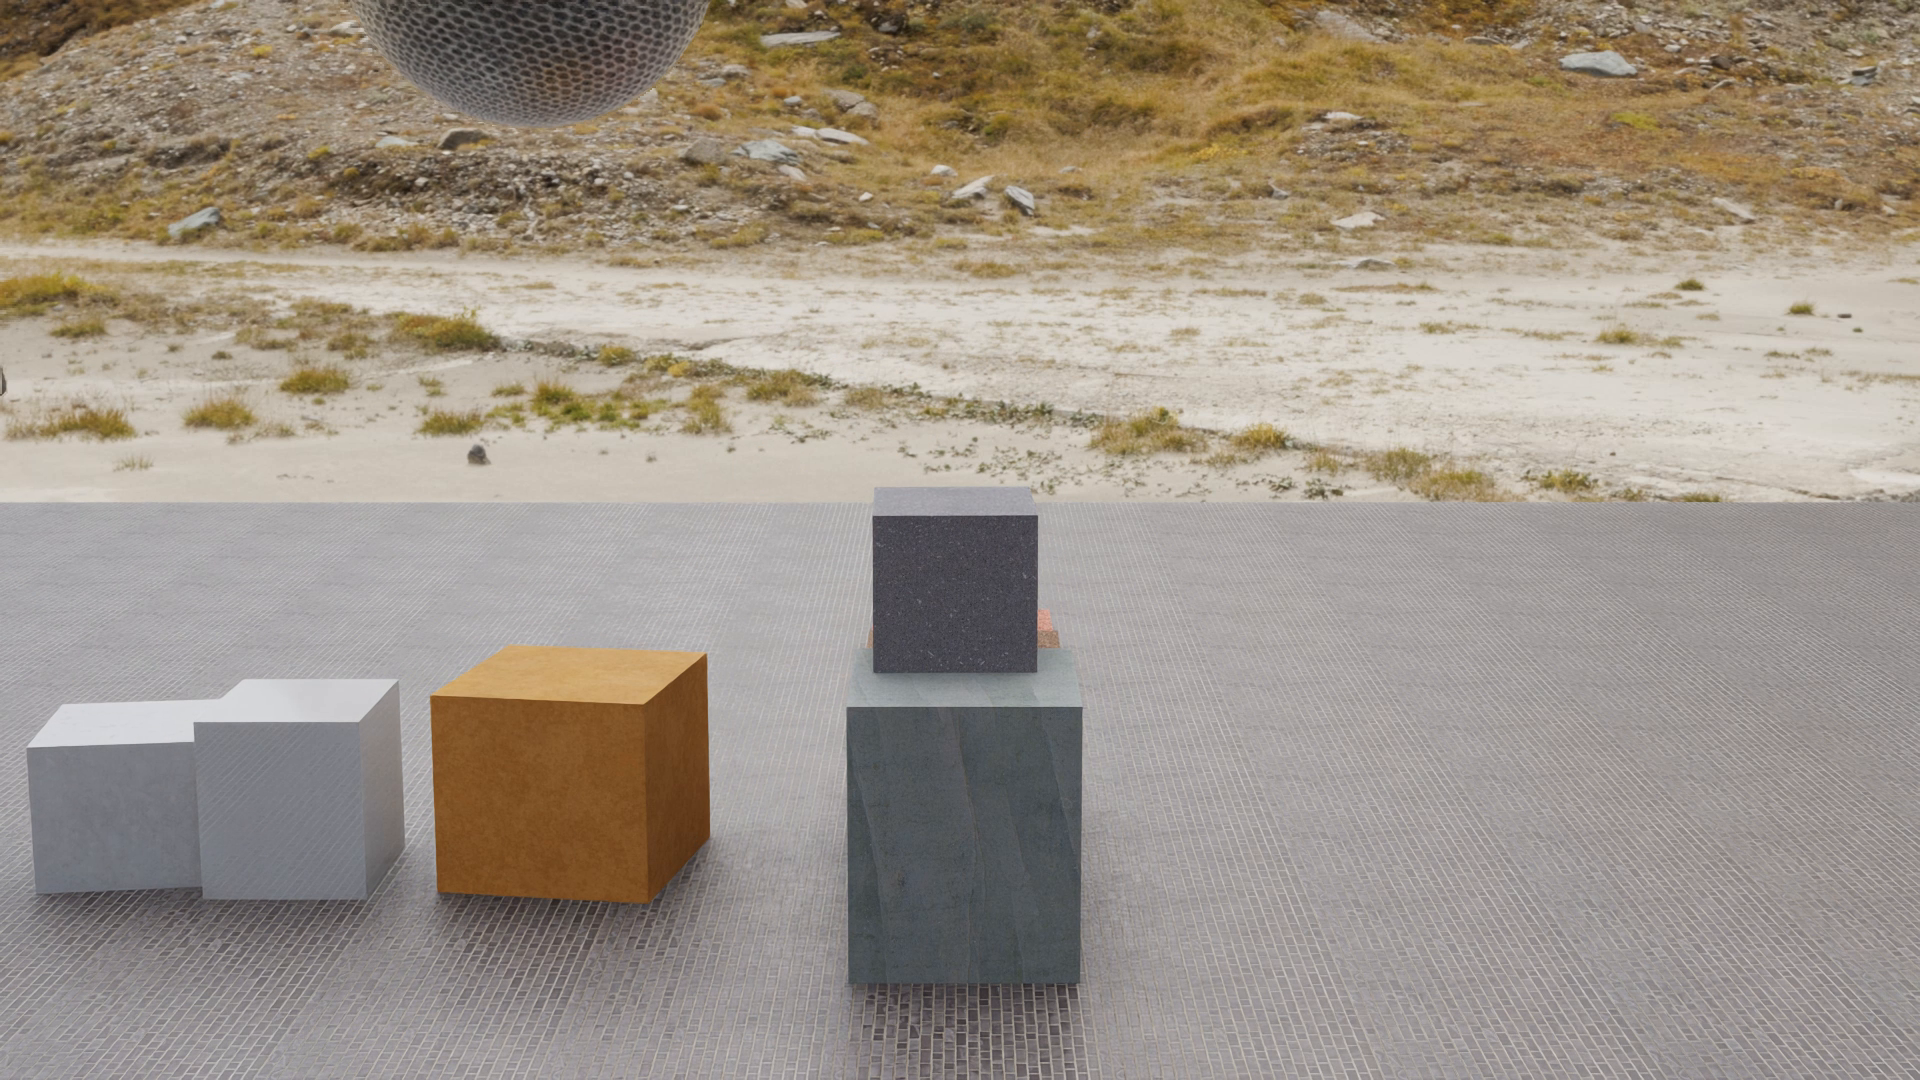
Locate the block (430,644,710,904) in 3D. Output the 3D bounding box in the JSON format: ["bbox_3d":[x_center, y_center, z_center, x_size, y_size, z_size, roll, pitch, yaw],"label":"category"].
[{"bbox_3d":[-1.717,1.024,11.477,0.950,0.879,1.003,2,10,10],"label":"block"}]

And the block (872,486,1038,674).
[{"bbox_3d":[-0.026,0.155,10.690,0.664,0.646,0.731,0,10,-1],"label":"block"}]

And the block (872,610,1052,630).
[{"bbox_3d":[0.011,0.869,12.305,0.863,0.888,0.979,0,10,0],"label":"block"}]

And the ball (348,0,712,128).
[{"bbox_3d":[-1.797,-2.532,10.720,1.600,1.600,1.600,0,10,0],"label":"ball"}]

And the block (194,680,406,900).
[{"bbox_3d":[-2.907,1.091,11.364,0.706,0.788,0.784,0,10,0],"label":"block"}]

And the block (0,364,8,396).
[{"bbox_3d":[-4.551,-0.786,10.920,0.650,0.632,0.684,-9,22,-2],"label":"block"}]

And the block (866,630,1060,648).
[{"bbox_3d":[0.013,0.982,11.374,0.858,0.999,0.868,0,10,1],"label":"block"}]

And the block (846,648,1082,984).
[{"bbox_3d":[0.017,1.095,10.430,0.906,1.113,1.015,0,10,0],"label":"block"}]

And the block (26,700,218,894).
[{"bbox_3d":[-3.688,1.134,11.497,0.755,0.655,0.774,-1,10,-8],"label":"block"}]
